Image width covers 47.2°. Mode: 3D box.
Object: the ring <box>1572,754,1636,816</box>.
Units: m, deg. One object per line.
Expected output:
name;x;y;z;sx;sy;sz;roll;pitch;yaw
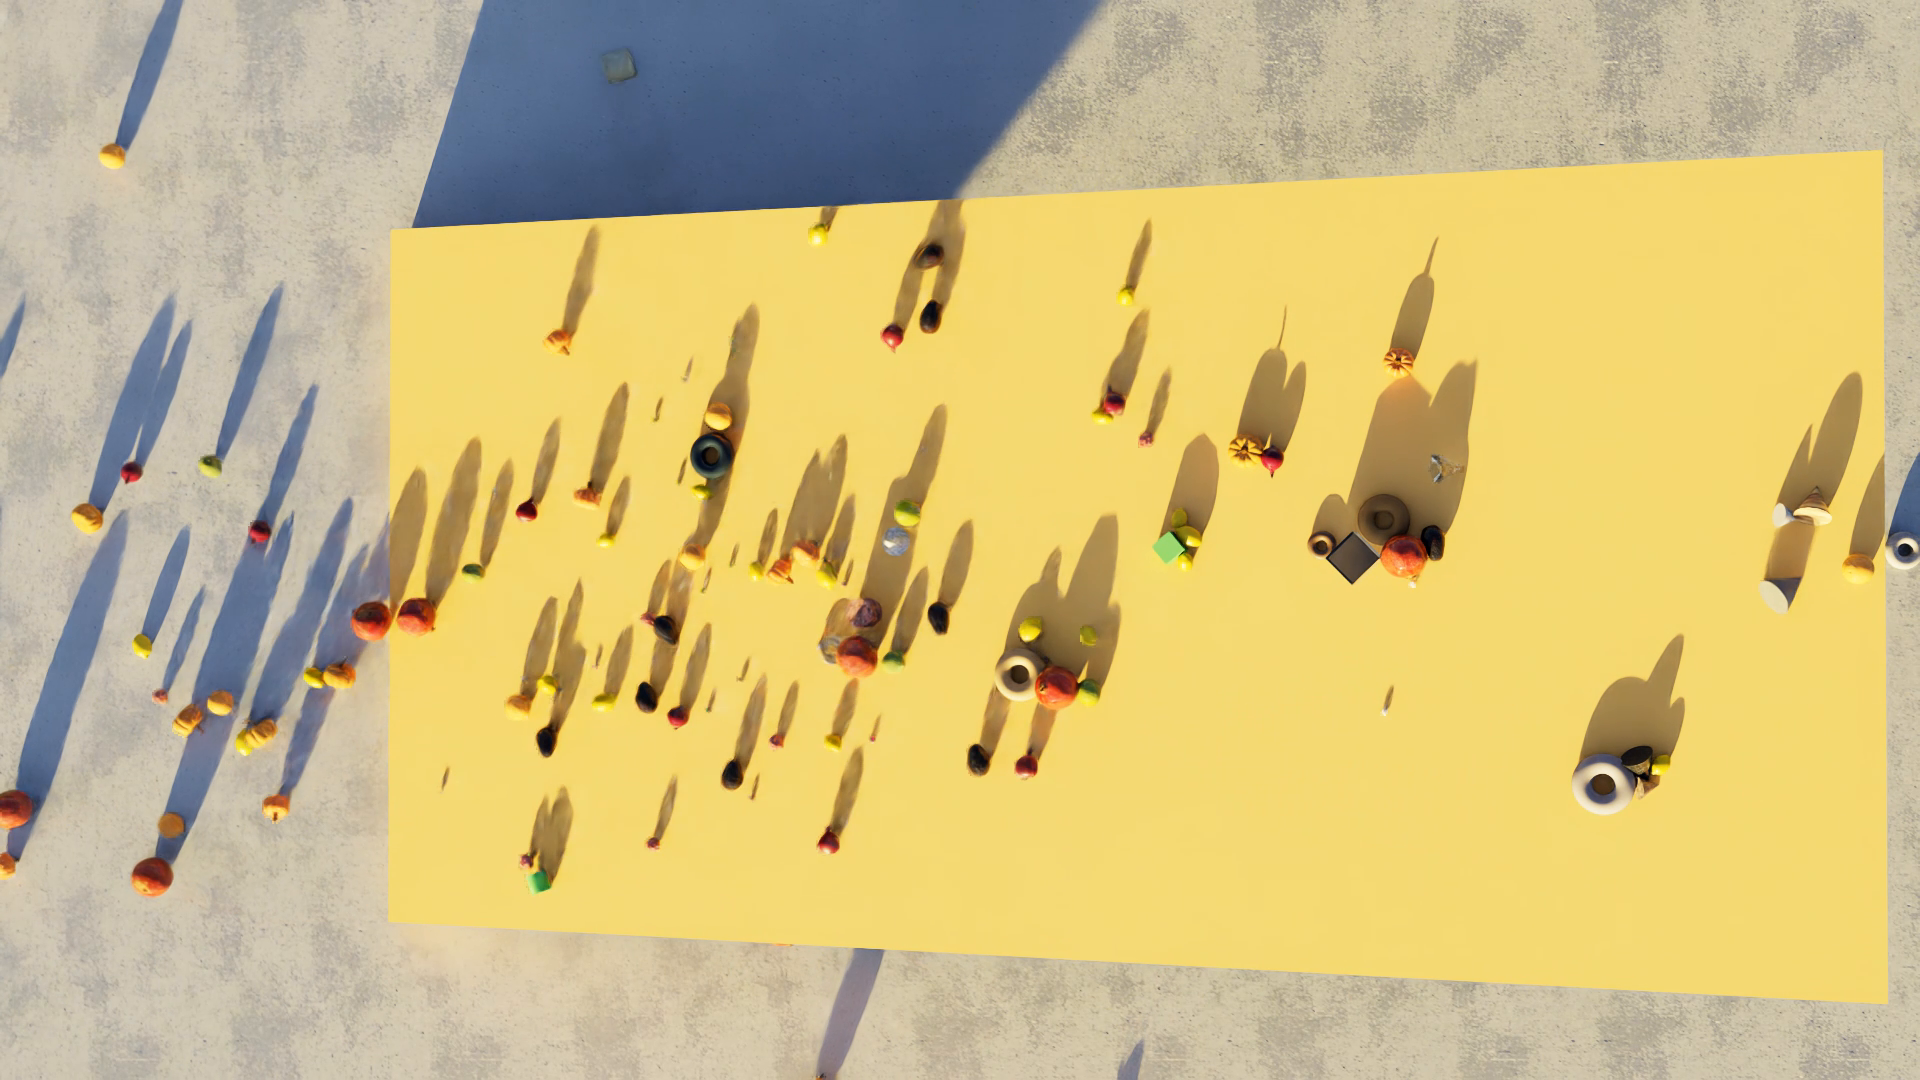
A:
ring;1.554;0.590;5.310;0.150;0.050;0.150;-1;88;19

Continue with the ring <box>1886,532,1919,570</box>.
ring;2.761;0.030;6.431;0.112;0.037;0.112;0;91;0

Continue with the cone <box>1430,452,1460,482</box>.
cone;1.212;-0.178;5.438;0.072;0.072;0.072;5;89;-21

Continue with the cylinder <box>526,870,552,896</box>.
cylinder;-1.181;0.961;6.163;0.057;0.057;0.057;-20;84;0

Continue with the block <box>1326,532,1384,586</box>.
block;0.982;0.046;5.475;0.095;0.095;0.095;-46;77;12

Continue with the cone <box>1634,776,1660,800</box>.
cone;1.658;0.593;5.290;0.056;0.056;0.056;-8;89;-9

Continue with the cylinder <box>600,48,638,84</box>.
cylinder;-0.997;-1.385;6.425;0.086;0.086;0.086;-17;89;1

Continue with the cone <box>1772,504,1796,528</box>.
cone;1.964;-0.056;5.202;0.057;0.057;0.057;5;89;-9

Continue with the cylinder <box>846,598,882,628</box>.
cylinder;-0.257;0.195;5.873;0.077;0.077;0.077;0;89;18

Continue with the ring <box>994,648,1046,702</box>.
ring;0.158;0.351;5.755;0.143;0.048;0.143;-1;88;18

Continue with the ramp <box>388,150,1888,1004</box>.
ramp;0.275;0.093;5.799;4.000;0.100;2.000;0;89;18

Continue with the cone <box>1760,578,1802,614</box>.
cone;1.957;0.113;5.194;0.093;0.093;0.093;-31;89;-12

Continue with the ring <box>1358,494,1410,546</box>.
ring;1.056;-0.050;5.480;0.130;0.043;0.130;0;90;18

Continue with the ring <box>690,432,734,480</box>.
ring;-0.680;-0.231;6.030;0.131;0.044;0.131;-1;88;18

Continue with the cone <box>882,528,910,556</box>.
cone;-0.184;0.003;5.852;0.078;0.078;0.078;0;89;18

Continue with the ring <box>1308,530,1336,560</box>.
ring;0.911;0.013;5.535;0.075;0.025;0.075;0;90;17

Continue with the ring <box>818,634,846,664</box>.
ring;-0.347;0.295;5.926;0.083;0.028;0.083;-1;88;18

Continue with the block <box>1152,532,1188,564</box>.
block;0.538;0.021;5.633;0.061;0.061;0.061;-41;78;13
